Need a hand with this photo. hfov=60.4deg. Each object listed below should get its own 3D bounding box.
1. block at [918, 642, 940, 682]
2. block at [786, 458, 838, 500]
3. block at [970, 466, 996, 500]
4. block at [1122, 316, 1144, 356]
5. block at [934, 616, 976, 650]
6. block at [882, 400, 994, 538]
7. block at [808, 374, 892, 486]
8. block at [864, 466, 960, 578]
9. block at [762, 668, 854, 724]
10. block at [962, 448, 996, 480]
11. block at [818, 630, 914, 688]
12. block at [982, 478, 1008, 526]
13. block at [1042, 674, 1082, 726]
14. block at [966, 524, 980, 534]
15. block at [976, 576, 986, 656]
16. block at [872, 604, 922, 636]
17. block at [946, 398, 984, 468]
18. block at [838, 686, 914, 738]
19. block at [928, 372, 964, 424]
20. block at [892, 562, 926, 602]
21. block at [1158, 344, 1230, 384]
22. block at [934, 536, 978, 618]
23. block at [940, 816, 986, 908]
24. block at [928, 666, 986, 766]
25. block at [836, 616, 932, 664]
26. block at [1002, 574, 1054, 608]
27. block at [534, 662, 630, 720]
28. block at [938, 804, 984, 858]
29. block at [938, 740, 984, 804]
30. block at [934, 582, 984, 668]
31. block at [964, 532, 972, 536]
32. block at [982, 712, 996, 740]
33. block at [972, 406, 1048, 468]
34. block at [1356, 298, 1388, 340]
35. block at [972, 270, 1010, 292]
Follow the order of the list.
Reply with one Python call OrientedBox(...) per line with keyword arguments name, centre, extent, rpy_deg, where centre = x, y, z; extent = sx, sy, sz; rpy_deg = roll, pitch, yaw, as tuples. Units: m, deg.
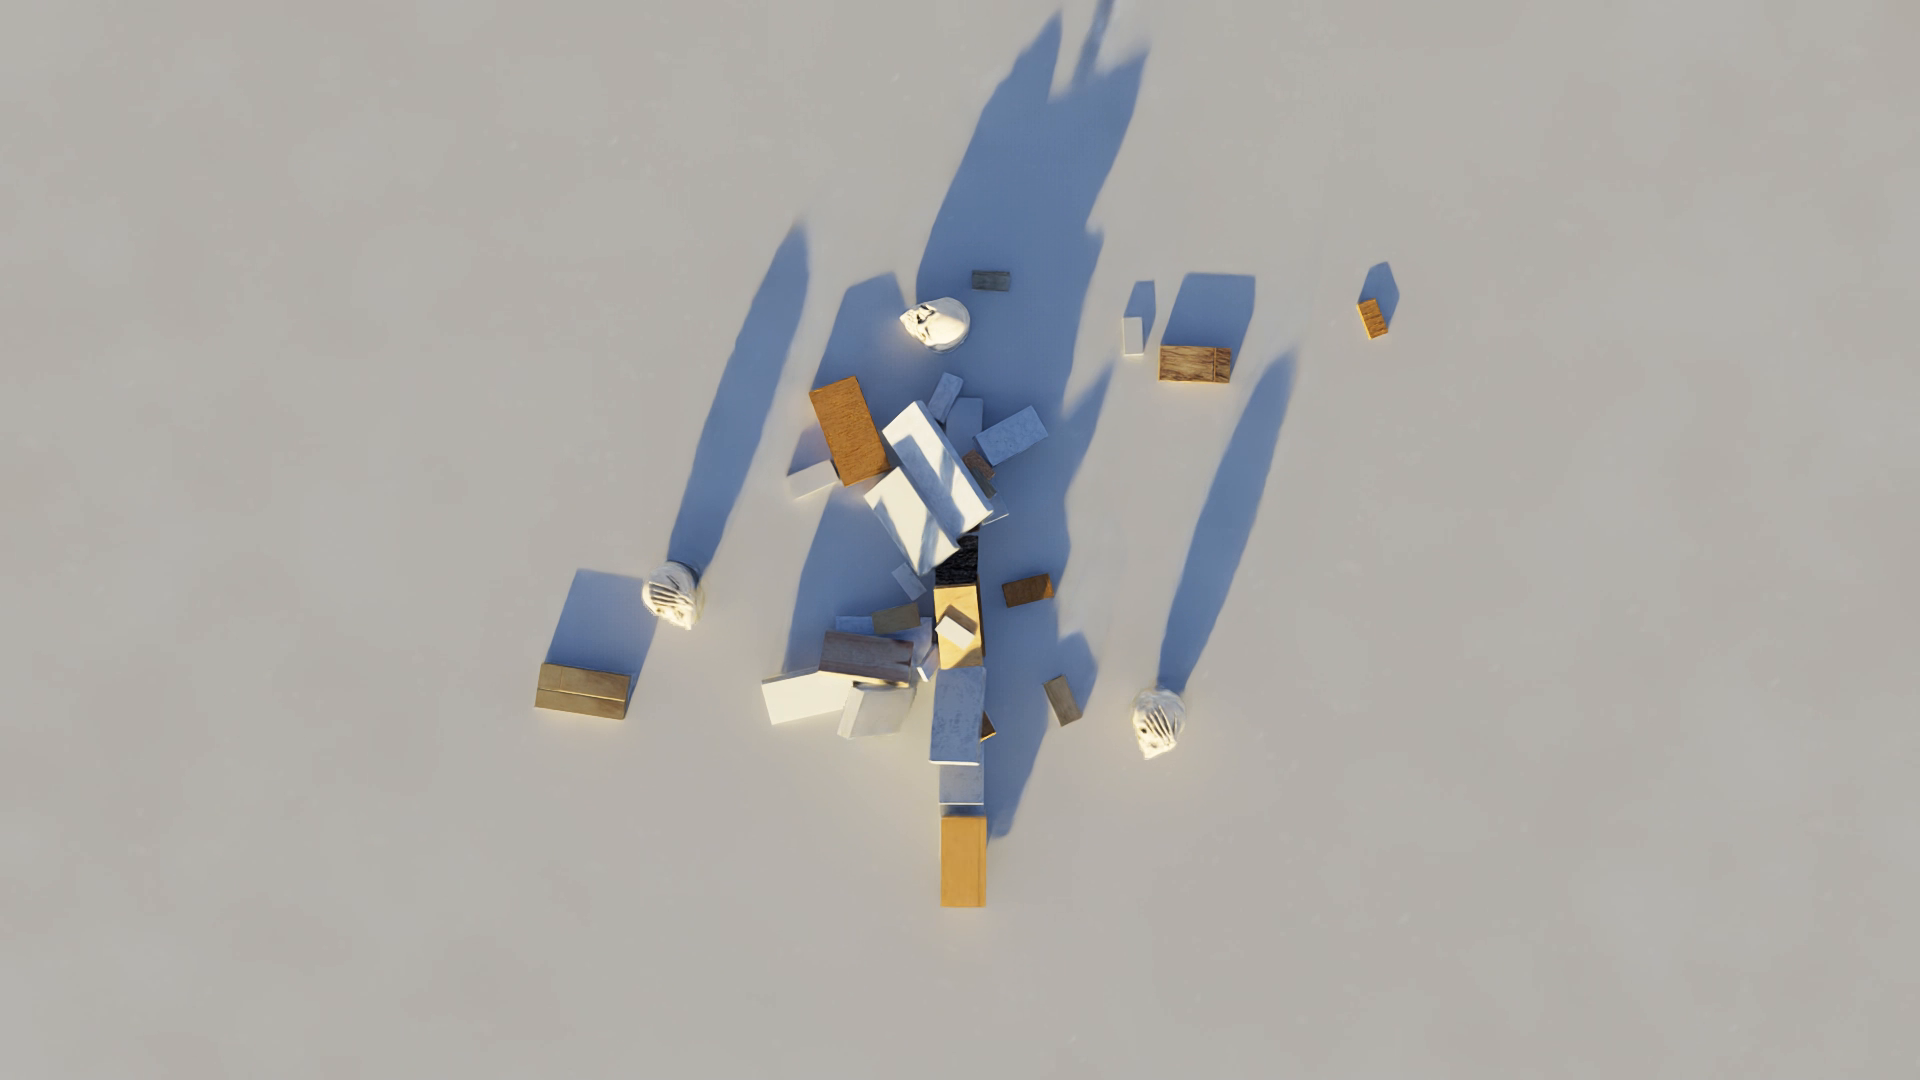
OrientedBox(name="block", centre=(-0.097, 0.402, 5.437), extent=(0.017, 0.120, 0.060), rpy_deg=(0, 131, 35))
OrientedBox(name="block", centre=(-0.491, -0.203, 5.489), extent=(0.159, 0.023, 0.080), rpy_deg=(-24, 90, 0))
OrientedBox(name="block", centre=(0.065, -0.181, 5.368), extent=(0.055, 0.016, 0.110), rpy_deg=(-41, 83, 27))
OrientedBox(name="block", centre=(0.576, -0.679, 5.491), extent=(0.062, 0.017, 0.123), rpy_deg=(-2, 90, 0))
OrientedBox(name="block", centre=(-0.016, 0.301, 5.383), extent=(0.120, 0.017, 0.060), rpy_deg=(35, 103, -9))
OrientedBox(name="block", centre=(-0.073, -0.230, 5.398), extent=(0.166, 0.047, 0.440), rpy_deg=(-40, 78, 31))
OrientedBox(name="block", centre=(-0.365, -0.362, 5.476), extent=(0.166, 0.047, 0.332), rpy_deg=(-21, 90, 0))
OrientedBox(name="block", centre=(-0.157, -0.060, 5.415), extent=(0.166, 0.047, 0.332), rpy_deg=(-39, 79, 25))
OrientedBox(name="block", centre=(-0.496, 0.505, 5.456), extent=(0.293, 0.041, 0.146), rpy_deg=(-12, 110, 0))
OrientedBox(name="block", centre=(0.059, -0.240, 5.390), extent=(0.055, 0.016, 0.110), rpy_deg=(-40, 82, -6))
OrientedBox(name="block", centre=(-0.307, 0.388, 5.405), extent=(0.292, 0.041, 0.146), rpy_deg=(8, 65, 0))
OrientedBox(name="block", centre=(0.082, -0.149, 5.398), extent=(0.090, 0.026, 0.181), rpy_deg=(-23, 83, -4))
OrientedBox(name="block", centre=(0.341, 0.535, 5.489), extent=(0.077, 0.022, 0.154), rpy_deg=(-24, 90, 0))
OrientedBox(name="block", centre=(0.028, -0.078, 5.443), extent=(0.055, 0.016, 0.111), rpy_deg=(-11, 70, -2))
OrientedBox(name="block", centre=(0.005, 0.255, 5.480), extent=(0.138, 0.039, 0.275), rpy_deg=(-5, 90, 0))
OrientedBox(name="block", centre=(-0.211, 0.262, 5.444), extent=(0.154, 0.022, 0.077), rpy_deg=(-12, 90, 0))
OrientedBox(name="block", centre=(0.013, -0.355, 5.452), extent=(0.117, 0.033, 0.233), rpy_deg=(2, 76, 3))
OrientedBox(name="block", centre=(-0.268, 0.553, 5.341), extent=(0.045, 0.318, 0.159), rpy_deg=(23, 98, 28))
OrientedBox(name="block", centre=(-0.055, -0.472, 5.464), extent=(0.080, 0.023, 0.159), rpy_deg=(25, 90, 43))
OrientedBox(name="block", centre=(-0.169, 0.139, 5.492), extent=(0.060, 0.017, 0.120), rpy_deg=(-37, 90, 0))
OrientedBox(name="block", centre=(0.780, -0.584, 5.483), extent=(0.233, 0.033, 0.117), rpy_deg=(2, 90, 0))
OrientedBox(name="block", centre=(-0.012, 0.122, 5.441), extent=(0.138, 0.039, 0.275), rpy_deg=(2, 89, 0))
OrientedBox(name="block", centre=(0.012, 1.059, 5.437), extent=(0.148, 0.042, 0.296), rpy_deg=(1, 95, 0))
OrientedBox(name="block", centre=(-0.007, 0.575, 5.412), extent=(0.159, 0.045, 0.318), rpy_deg=(0, 72, 16))
OrientedBox(name="block", centre=(-0.253, 0.333, 5.477), extent=(0.318, 0.045, 0.159), rpy_deg=(0, 90, 0))
OrientedBox(name="block", centre=(0.226, 0.168, 5.489), extent=(0.159, 0.023, 0.080), rpy_deg=(-14, 90, 0))
OrientedBox(name="block", centre=(-1.253, 0.502, 5.479), extent=(0.293, 0.041, 0.146), rpy_deg=(9, 90, 0))
OrientedBox(name="block", centre=(0.005, 0.907, 5.479), extent=(0.148, 0.042, 0.296), rpy_deg=(0, 90, 0))
OrientedBox(name="block", centre=(0.005, 0.722, 5.445), extent=(0.148, 0.042, 0.296), rpy_deg=(0, 77, 0))
OrientedBox(name="block", centre=(-0.005, 0.281, 5.407), extent=(0.138, 0.039, 0.275), rpy_deg=(-5, 106, 2))
OrientedBox(name="block", centre=(0.012, -0.066, 5.492), extent=(0.055, 0.016, 0.111), rpy_deg=(-2, 90, 0))
OrientedBox(name="block", centre=(0.043, 0.578, 5.445), extent=(0.077, 0.022, 0.179), rpy_deg=(-24, 67, -11))
OrientedBox(name="block", centre=(0.167, -0.341, 5.442), extent=(0.233, 0.033, 0.117), rpy_deg=(-30, 90, -22))
OrientedBox(name="block", centre=(1.373, -0.737, 5.491), extent=(0.062, 0.017, 0.123), rpy_deg=(-21, 90, 0))
OrientedBox(name="block", centre=(0.102, -0.863, 5.491), extent=(0.123, 0.017, 0.062), rpy_deg=(3, 90, 0))
